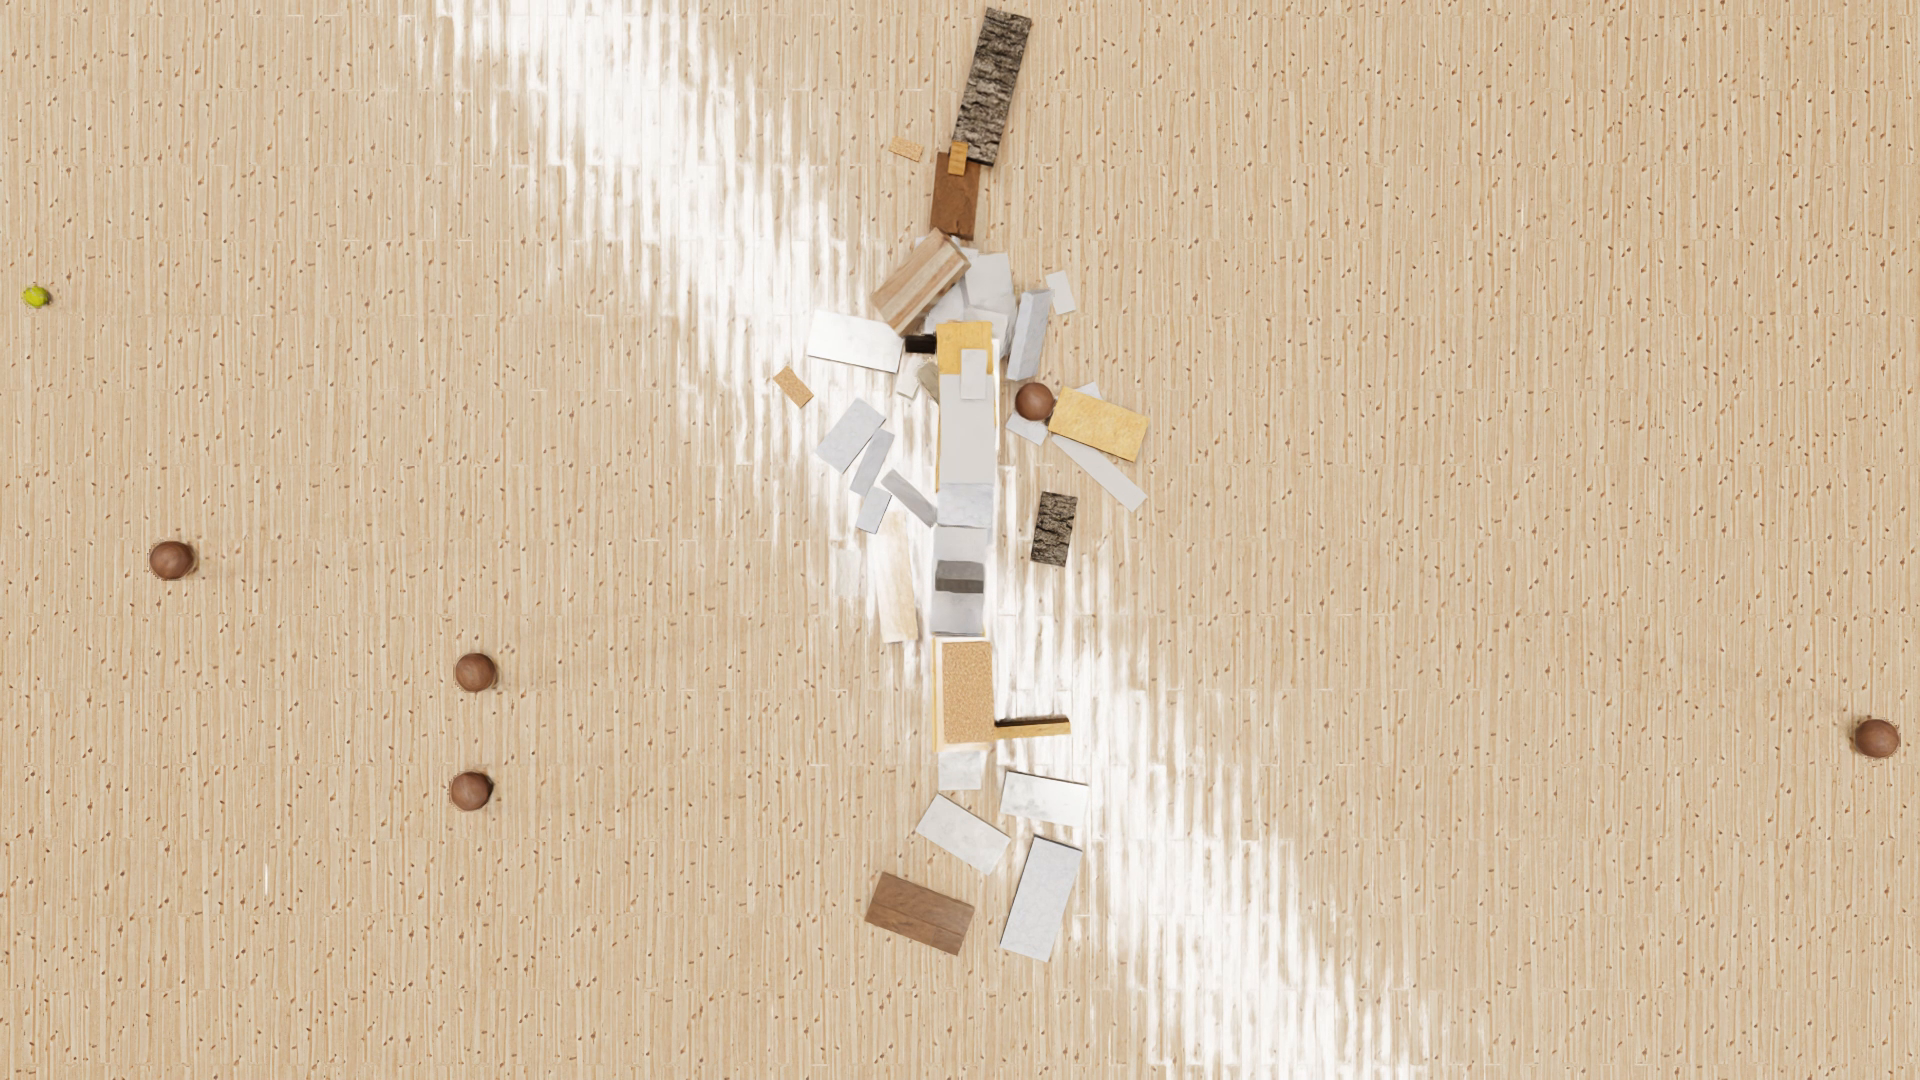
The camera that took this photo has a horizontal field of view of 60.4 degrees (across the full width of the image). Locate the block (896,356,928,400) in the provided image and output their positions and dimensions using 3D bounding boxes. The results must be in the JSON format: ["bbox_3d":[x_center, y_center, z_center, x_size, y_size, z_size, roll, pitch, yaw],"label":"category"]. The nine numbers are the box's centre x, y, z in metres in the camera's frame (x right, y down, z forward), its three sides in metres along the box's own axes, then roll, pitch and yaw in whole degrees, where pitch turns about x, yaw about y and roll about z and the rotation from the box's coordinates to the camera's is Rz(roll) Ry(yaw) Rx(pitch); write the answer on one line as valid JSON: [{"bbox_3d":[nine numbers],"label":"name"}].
[{"bbox_3d":[-0.155,-0.538,5.490,0.068,0.019,0.137,24,90,0],"label":"block"}]

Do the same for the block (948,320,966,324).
[{"bbox_3d":[0.023,-0.554,5.271,0.143,0.041,0.286,4,86,0],"label":"block"}]

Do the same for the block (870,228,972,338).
[{"bbox_3d":[-0.129,-0.840,5.383,0.333,0.047,0.167,-45,70,22],"label":"block"}]

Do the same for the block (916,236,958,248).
[{"bbox_3d":[-0.075,-0.952,5.394,0.148,0.021,0.074,4,94,29],"label":"block"}]

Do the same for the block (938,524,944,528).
[{"bbox_3d":[0.002,0.043,5.406,0.153,0.043,0.305,-2,117,-4],"label":"block"}]

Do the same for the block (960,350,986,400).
[{"bbox_3d":[0.042,-0.505,5.043,0.076,0.022,0.152,2,83,1],"label":"block"}]

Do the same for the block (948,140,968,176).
[{"bbox_3d":[-0.006,-1.252,5.403,0.053,0.015,0.106,11,121,2],"label":"block"}]

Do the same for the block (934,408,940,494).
[{"bbox_3d":[-0.005,-0.288,5.412,0.145,0.041,0.291,3,116,-1],"label":"block"}]

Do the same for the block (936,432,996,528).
[{"bbox_3d":[0.022,-0.217,5.183,0.171,0.049,0.343,3,97,0],"label":"block"}]

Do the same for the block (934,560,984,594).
[{"bbox_3d":[0.000,0.110,4.967,0.144,0.287,0.041,3,100,0],"label":"block"}]

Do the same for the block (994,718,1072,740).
[{"bbox_3d":[0.223,0.622,5.431,0.276,0.138,0.039,-4,90,0],"label":"block"}]

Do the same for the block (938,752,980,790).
[{"bbox_3d":[-0.003,0.689,5.480,0.138,0.039,0.276,-1,90,0],"label":"block"}]

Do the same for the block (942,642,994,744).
[{"bbox_3d":[0.023,0.437,4.733,0.144,0.041,0.287,-2,90,0],"label":"block"}]

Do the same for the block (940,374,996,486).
[{"bbox_3d":[0.023,-0.338,5.057,0.165,0.047,0.336,0,83,0],"label":"block"}]

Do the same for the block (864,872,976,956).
[{"bbox_3d":[-0.134,1.241,5.477,0.330,0.047,0.165,21,90,0],"label":"block"}]

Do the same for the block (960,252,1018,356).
[{"bbox_3d":[0.099,-0.765,5.415,0.167,0.047,0.333,-13,97,-24],"label":"block"}]

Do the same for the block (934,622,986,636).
[{"bbox_3d":[0.000,0.419,5.151,0.163,0.046,0.326,0,90,0],"label":"block"}]

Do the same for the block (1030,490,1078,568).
[{"bbox_3d":[0.312,-0.036,5.483,0.118,0.034,0.237,10,90,0],"label":"block"}]

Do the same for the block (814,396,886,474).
[{"bbox_3d":[-0.365,-0.348,5.483,0.118,0.034,0.237,38,90,0],"label":"block"}]

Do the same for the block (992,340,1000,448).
[{"bbox_3d":[0.037,-0.461,5.213,0.171,0.049,0.343,0,94,0],"label":"block"}]

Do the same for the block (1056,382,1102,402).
[{"bbox_3d":[0.396,-0.468,5.490,0.143,0.020,0.072,-21,90,0],"label":"block"}]

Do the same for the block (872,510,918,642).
[{"bbox_3d":[-0.220,0.121,5.483,0.118,0.034,0.431,-6,90,0],"label":"block"}]

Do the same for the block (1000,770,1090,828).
[{"bbox_3d":[0.279,0.860,5.480,0.276,0.039,0.138,10,90,0],"label":"block"}]

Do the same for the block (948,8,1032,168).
[{"bbox_3d":[0.100,-1.498,5.452,0.153,0.043,0.509,15,84,0],"label":"block"}]

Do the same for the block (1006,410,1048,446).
[{"bbox_3d":[0.224,-0.373,5.491,0.134,0.019,0.067,28,90,0],"label":"block"}]

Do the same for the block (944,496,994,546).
[{"bbox_3d":[0.030,-0.136,5.267,0.153,0.043,0.305,1,86,-6],"label":"block"}]

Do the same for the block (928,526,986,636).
[{"bbox_3d":[-0.006,0.129,5.132,0.165,0.047,0.330,3,77,1],"label":"block"}]

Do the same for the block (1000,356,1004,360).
[{"bbox_3d":[0.139,-0.651,5.492,0.053,0.015,0.201,32,90,0],"label":"block"}]

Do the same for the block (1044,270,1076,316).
[{"bbox_3d":[0.335,-0.822,5.490,0.068,0.019,0.137,-17,90,0],"label":"block"}]

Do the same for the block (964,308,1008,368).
[{"bbox_3d":[0.061,-0.602,5.356,0.143,0.041,0.286,11,97,-1],"label":"block"}]

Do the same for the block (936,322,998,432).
[{"bbox_3d":[0.021,-0.504,5.133,0.171,0.049,0.343,-3,81,-1],"label":"block"}]

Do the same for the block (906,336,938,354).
[{"bbox_3d":[-0.112,-0.647,5.466,0.137,0.068,0.019,3,58,0],"label":"block"}]

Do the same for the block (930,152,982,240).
[{"bbox_3d":[-0.015,-1.133,5.435,0.147,0.042,0.293,5,73,1],"label":"block"}]

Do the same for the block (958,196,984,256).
[{"bbox_3d":[0.001,-0.991,5.479,0.147,0.042,0.293,2,90,0],"label":"block"}]

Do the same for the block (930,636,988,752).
[{"bbox_3d":[-0.001,0.445,4.777,0.164,0.046,0.328,-1,90,0],"label":"block"}]

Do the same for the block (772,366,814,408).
[{"bbox_3d":[-0.555,-0.509,5.491,0.067,0.019,0.134,-42,90,0],"label":"block"}]

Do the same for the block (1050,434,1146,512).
[{"bbox_3d":[0.462,-0.241,5.489,0.366,0.022,0.076,42,90,0],"label":"block"}]

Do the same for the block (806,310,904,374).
[{"bbox_3d":[-0.344,-0.659,5.478,0.307,0.043,0.153,12,90,0],"label":"block"}]

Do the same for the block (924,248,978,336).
[{"bbox_3d":[-0.028,-0.816,5.436,0.147,0.042,0.293,6,89,0],"label":"block"}]

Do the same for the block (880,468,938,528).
[{"bbox_3d":[-0.160,-0.137,5.445,0.230,0.074,0.021,43,49,-4],"label":"block"}]

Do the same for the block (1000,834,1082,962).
[{"bbox_3d":[0.269,1.190,5.476,0.166,0.047,0.382,18,90,0],"label":"block"}]

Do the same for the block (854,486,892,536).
[{"bbox_3d":[-0.286,-0.099,5.458,0.074,0.021,0.149,21,80,5],"label":"block"}]

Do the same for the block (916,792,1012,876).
[{"bbox_3d":[0.010,0.976,5.480,0.287,0.041,0.144,32,90,0],"label":"block"}]

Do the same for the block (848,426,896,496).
[{"bbox_3d":[-0.292,-0.258,5.473,0.067,0.019,0.229,24,90,-34],"label":"block"}]

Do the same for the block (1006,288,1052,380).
[{"bbox_3d":[0.227,-0.671,5.382,0.041,0.143,0.286,20,112,24],"label":"block"}]

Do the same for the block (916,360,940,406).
[{"bbox_3d":[-0.078,-0.515,5.417,0.072,0.020,0.143,-34,76,-10],"label":"block"}]

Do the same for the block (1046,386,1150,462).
[{"bbox_3d":[0.457,-0.383,5.457,0.307,0.043,0.153,20,89,0],"label":"block"}]

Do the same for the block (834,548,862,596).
[{"bbox_3d":[-0.372,0.109,5.489,0.076,0.022,0.152,5,90,0],"label":"block"}]

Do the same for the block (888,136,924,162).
[{"bbox_3d":[-0.180,-1.304,5.492,0.106,0.015,0.053,22,90,0],"label":"block"}]
